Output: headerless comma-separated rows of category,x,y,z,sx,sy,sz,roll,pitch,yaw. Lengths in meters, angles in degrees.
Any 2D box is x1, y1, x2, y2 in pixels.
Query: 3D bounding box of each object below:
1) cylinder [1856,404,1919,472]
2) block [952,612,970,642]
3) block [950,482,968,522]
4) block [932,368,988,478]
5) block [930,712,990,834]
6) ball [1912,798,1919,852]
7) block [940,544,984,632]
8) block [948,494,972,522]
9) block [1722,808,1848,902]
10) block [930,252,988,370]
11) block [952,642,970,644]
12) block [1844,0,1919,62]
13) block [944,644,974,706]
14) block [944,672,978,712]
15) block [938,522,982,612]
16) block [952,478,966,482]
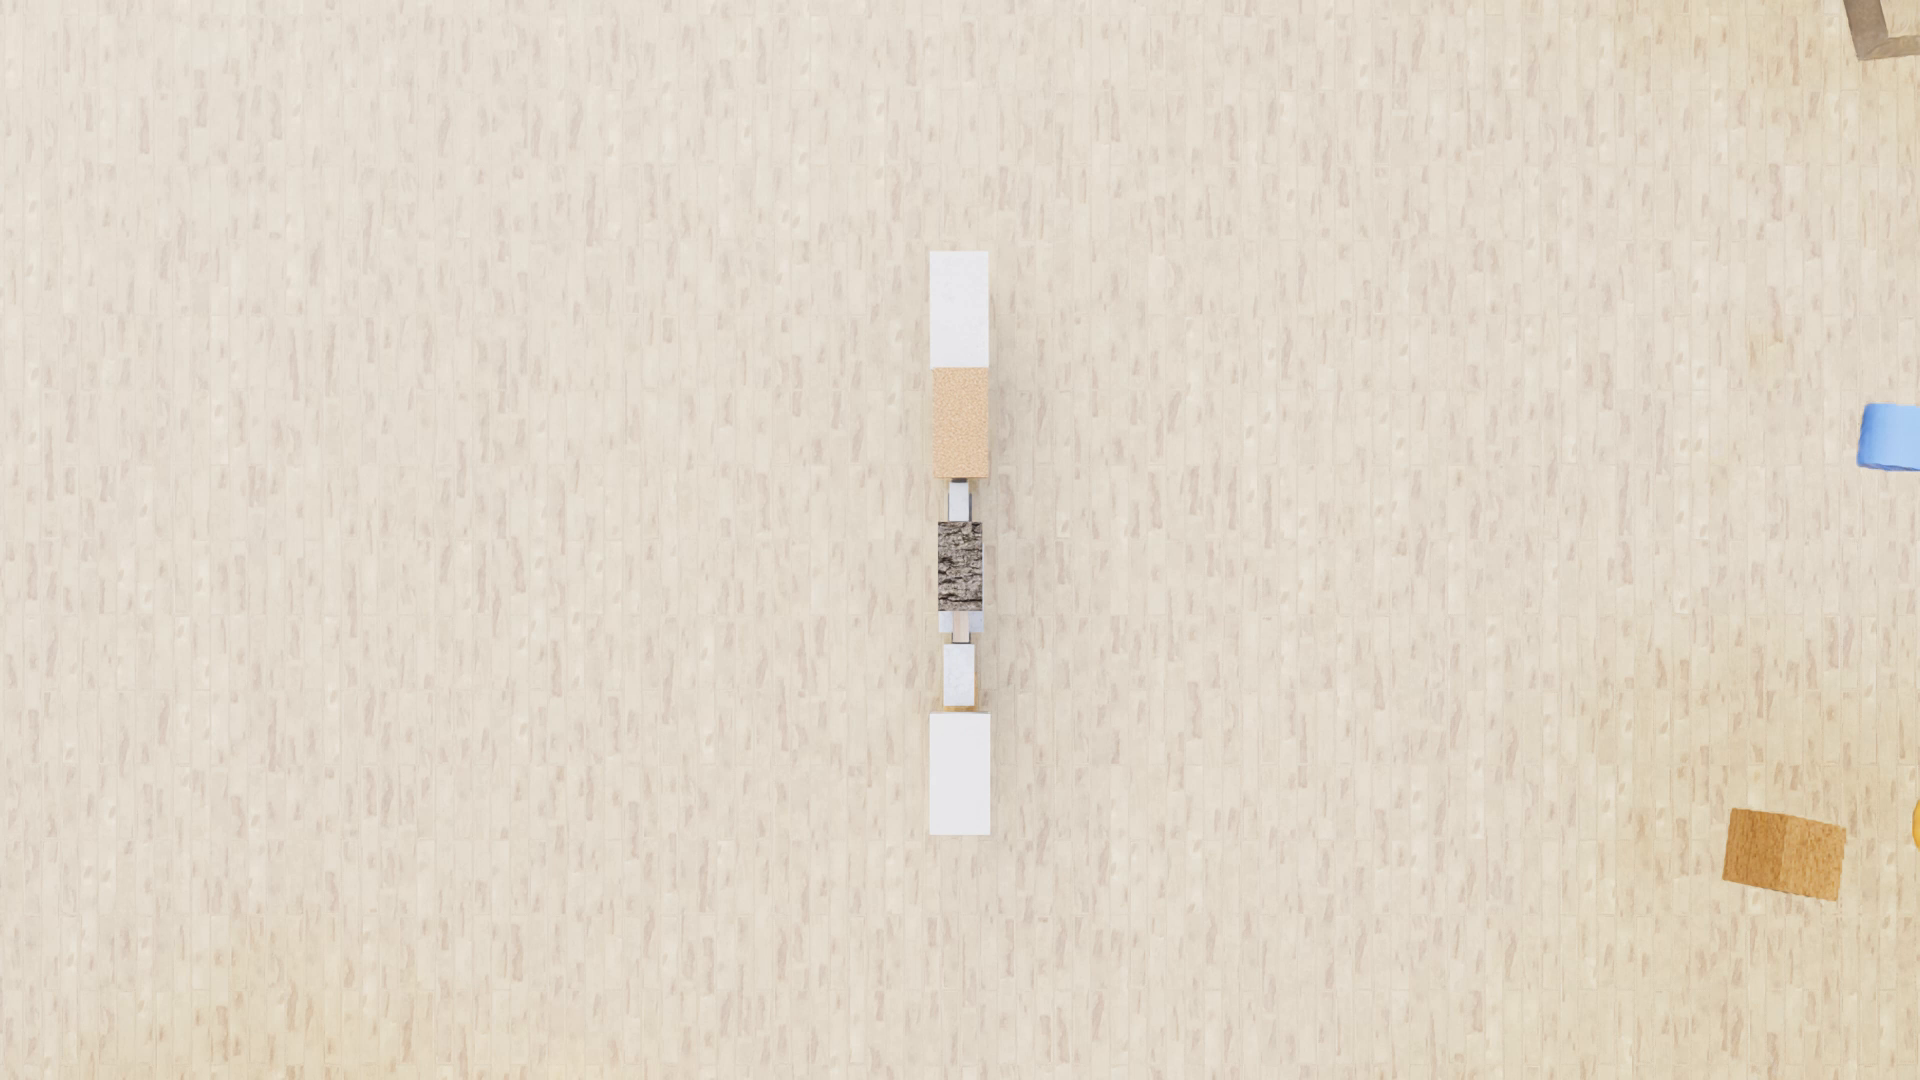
cylinder,2.328,-0.254,4.113,0.150,0.150,0.150,8,91,0
block,0.003,0.265,5.074,0.050,0.014,0.099,0,90,0
block,-0.003,-0.120,5.193,0.060,0.017,0.121,0,90,0
block,0.002,-0.345,4.868,0.162,0.046,0.324,0,90,0
block,0.000,0.689,4.876,0.178,0.050,0.356,0,90,0
ball,2.579,0.734,4.189,0.282,0.282,0.282,0,90,0
block,0.004,0.150,5.200,0.140,0.040,0.280,0,90,0
block,0.000,-0.072,5.333,0.078,0.022,0.156,0,90,0
block,2.082,0.794,4.168,0.186,0.186,0.186,13,83,-16
block,-0.002,-0.691,4.980,0.176,0.050,0.353,0,90,0
block,0.004,0.358,5.365,0.063,0.018,0.126,0,90,0
block,2.642,-1.507,4.540,0.258,0.258,0.258,-8,82,-7
block,-0.003,0.413,5.056,0.094,0.027,0.187,0,90,0
block,0.001,0.533,5.272,0.107,0.030,0.213,0,90,0
block,0.001,0.078,4.897,0.132,0.037,0.265,0,90,0
block,-0.003,-0.206,5.392,0.050,0.014,0.101,0,90,0
